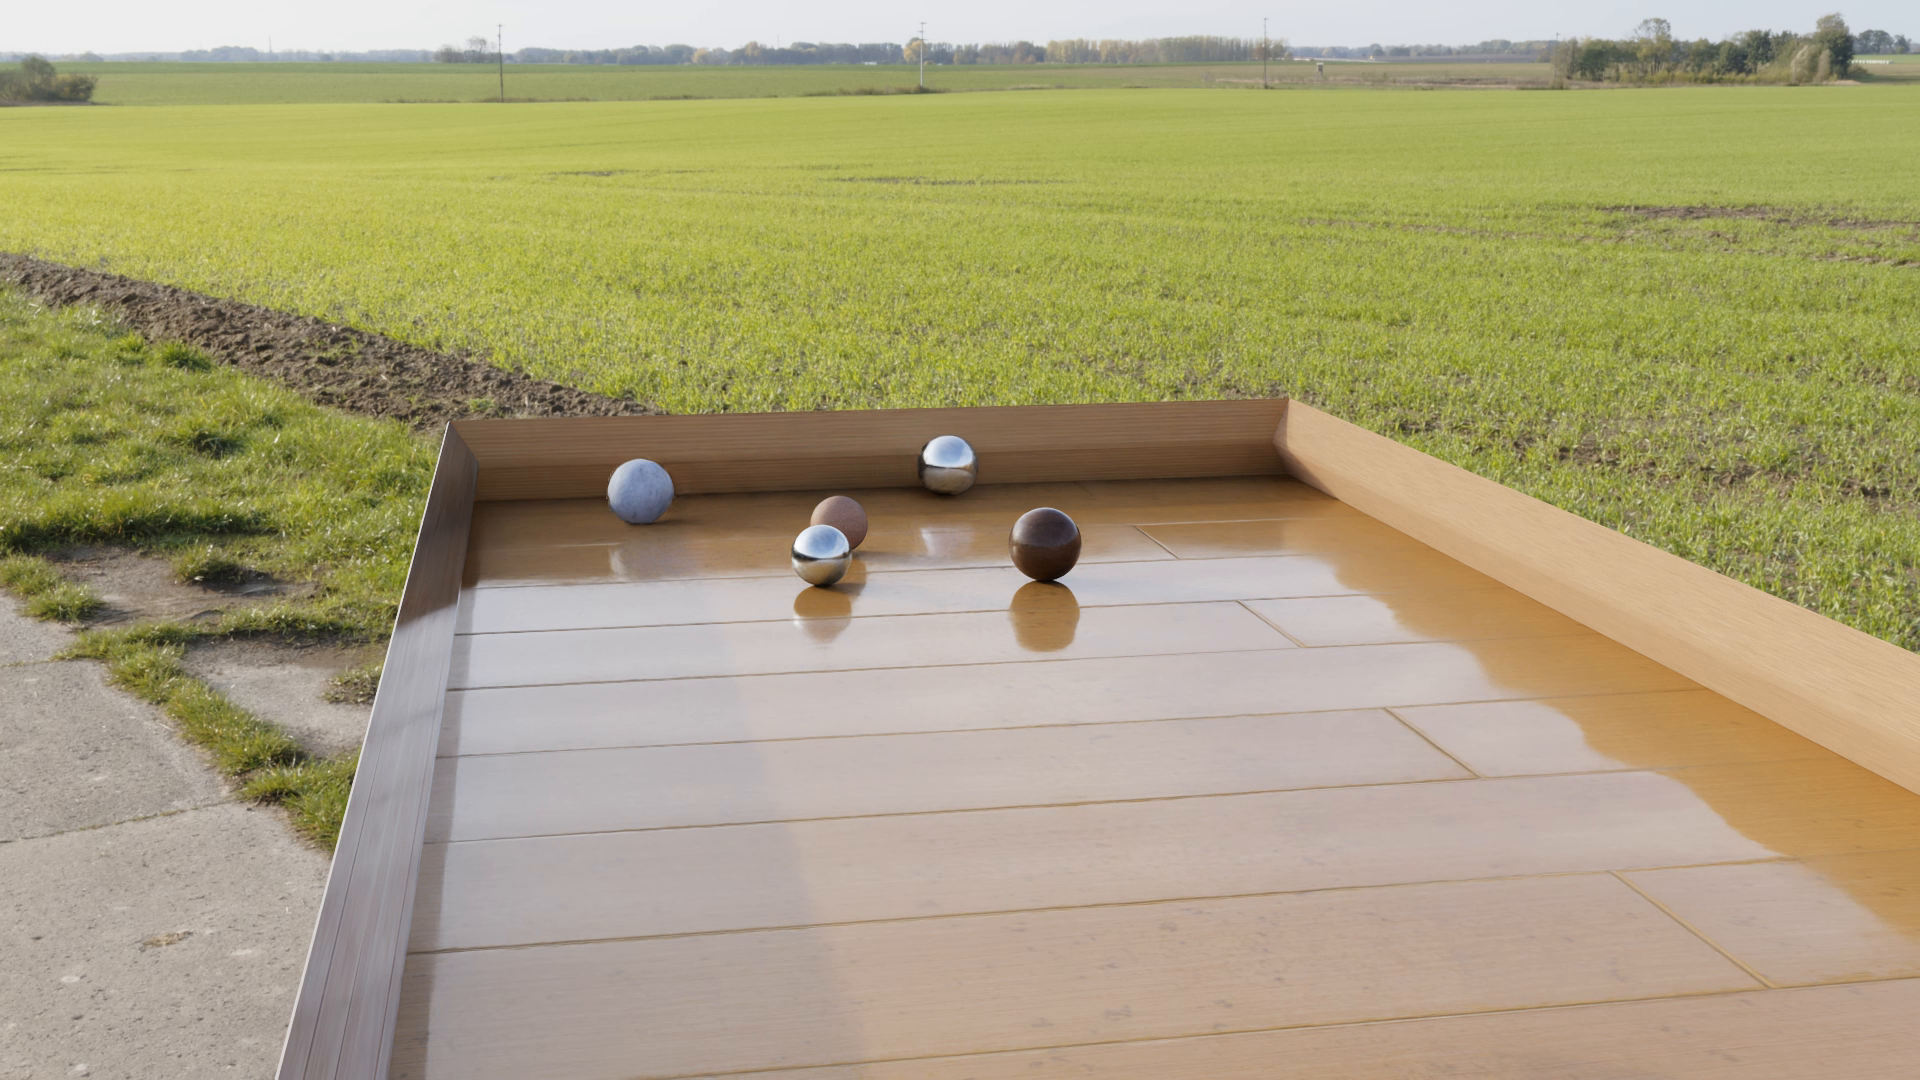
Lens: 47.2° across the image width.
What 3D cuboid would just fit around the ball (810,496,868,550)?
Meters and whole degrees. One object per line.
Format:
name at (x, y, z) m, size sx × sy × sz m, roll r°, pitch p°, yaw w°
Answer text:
ball at (-0.168, -0.022, 3.055) m, size 0.080 × 0.080 × 0.080 m, roll 0°, pitch 12°, yaw 0°

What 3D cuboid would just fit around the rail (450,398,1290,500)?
rail at (-0.118, -0.144, 3.536) m, size 1.373 × 0.126 × 0.045 m, roll -2°, pitch 12°, yaw -10°

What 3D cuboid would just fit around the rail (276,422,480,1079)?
rail at (-0.529, 0.135, 2.170) m, size 0.045 × 0.126 × 2.634 m, roll -2°, pitch 12°, yaw -10°

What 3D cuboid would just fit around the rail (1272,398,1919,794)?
rail at (0.774, 0.086, 2.411) m, size 0.045 × 0.126 × 2.634 m, roll -2°, pitch 12°, yaw -10°

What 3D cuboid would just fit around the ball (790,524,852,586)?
ball at (-0.180, 0.020, 2.853) m, size 0.080 × 0.080 × 0.080 m, roll 0°, pitch 12°, yaw 0°

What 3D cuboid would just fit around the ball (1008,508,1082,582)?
ball at (0.111, 0.006, 2.881) m, size 0.096 × 0.096 × 0.096 m, roll 0°, pitch 12°, yaw 0°

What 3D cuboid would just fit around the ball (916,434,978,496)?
ball at (-0.020, -0.118, 3.485) m, size 0.097 × 0.097 × 0.097 m, roll 0°, pitch 12°, yaw 0°

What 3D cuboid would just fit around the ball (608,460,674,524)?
ball at (-0.473, -0.072, 3.262) m, size 0.096 × 0.096 × 0.096 m, roll 0°, pitch 12°, yaw 0°
